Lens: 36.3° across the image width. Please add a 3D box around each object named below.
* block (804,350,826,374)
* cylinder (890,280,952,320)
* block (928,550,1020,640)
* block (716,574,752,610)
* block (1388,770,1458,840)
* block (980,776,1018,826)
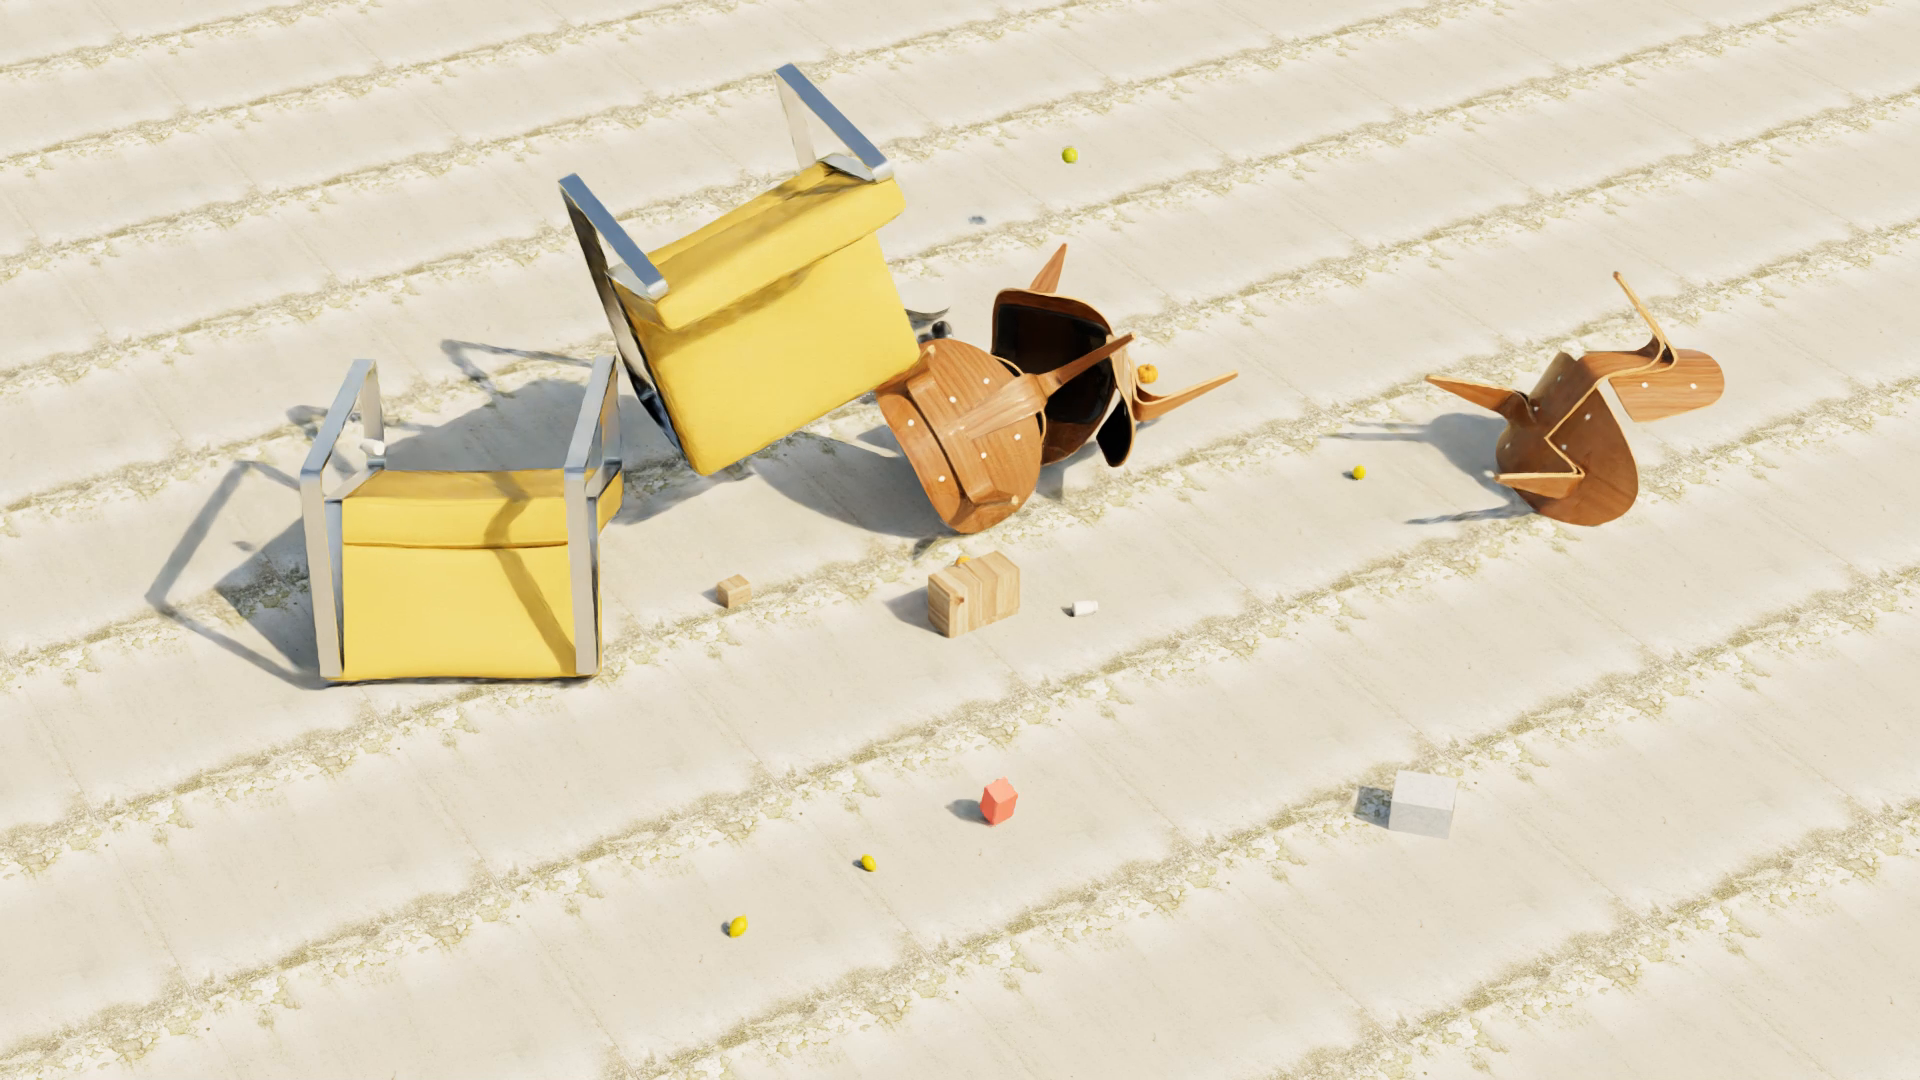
[{"bbox_3d":[-0.596,-0.732,11.995,0.058,0.066,0.068,24,40,31],"label":"block"},{"bbox_3d":[-0.162,-0.991,12.144,0.250,0.131,0.279,6,-3,-3],"label":"cylinder"},{"bbox_3d":[0.051,0.194,10.472,0.298,0.195,0.141,-20,38,-27],"label":"block"},{"bbox_3d":[-0.816,0.186,10.593,0.097,0.076,0.074,-22,40,-30],"label":"block"},{"bbox_3d":[1.506,0.860,9.530,0.195,0.121,0.170,8,34,12],"label":"block"},{"bbox_3d":[0.126,0.848,9.513,0.079,0.134,0.077,-24,59,-24],"label":"block"}]
